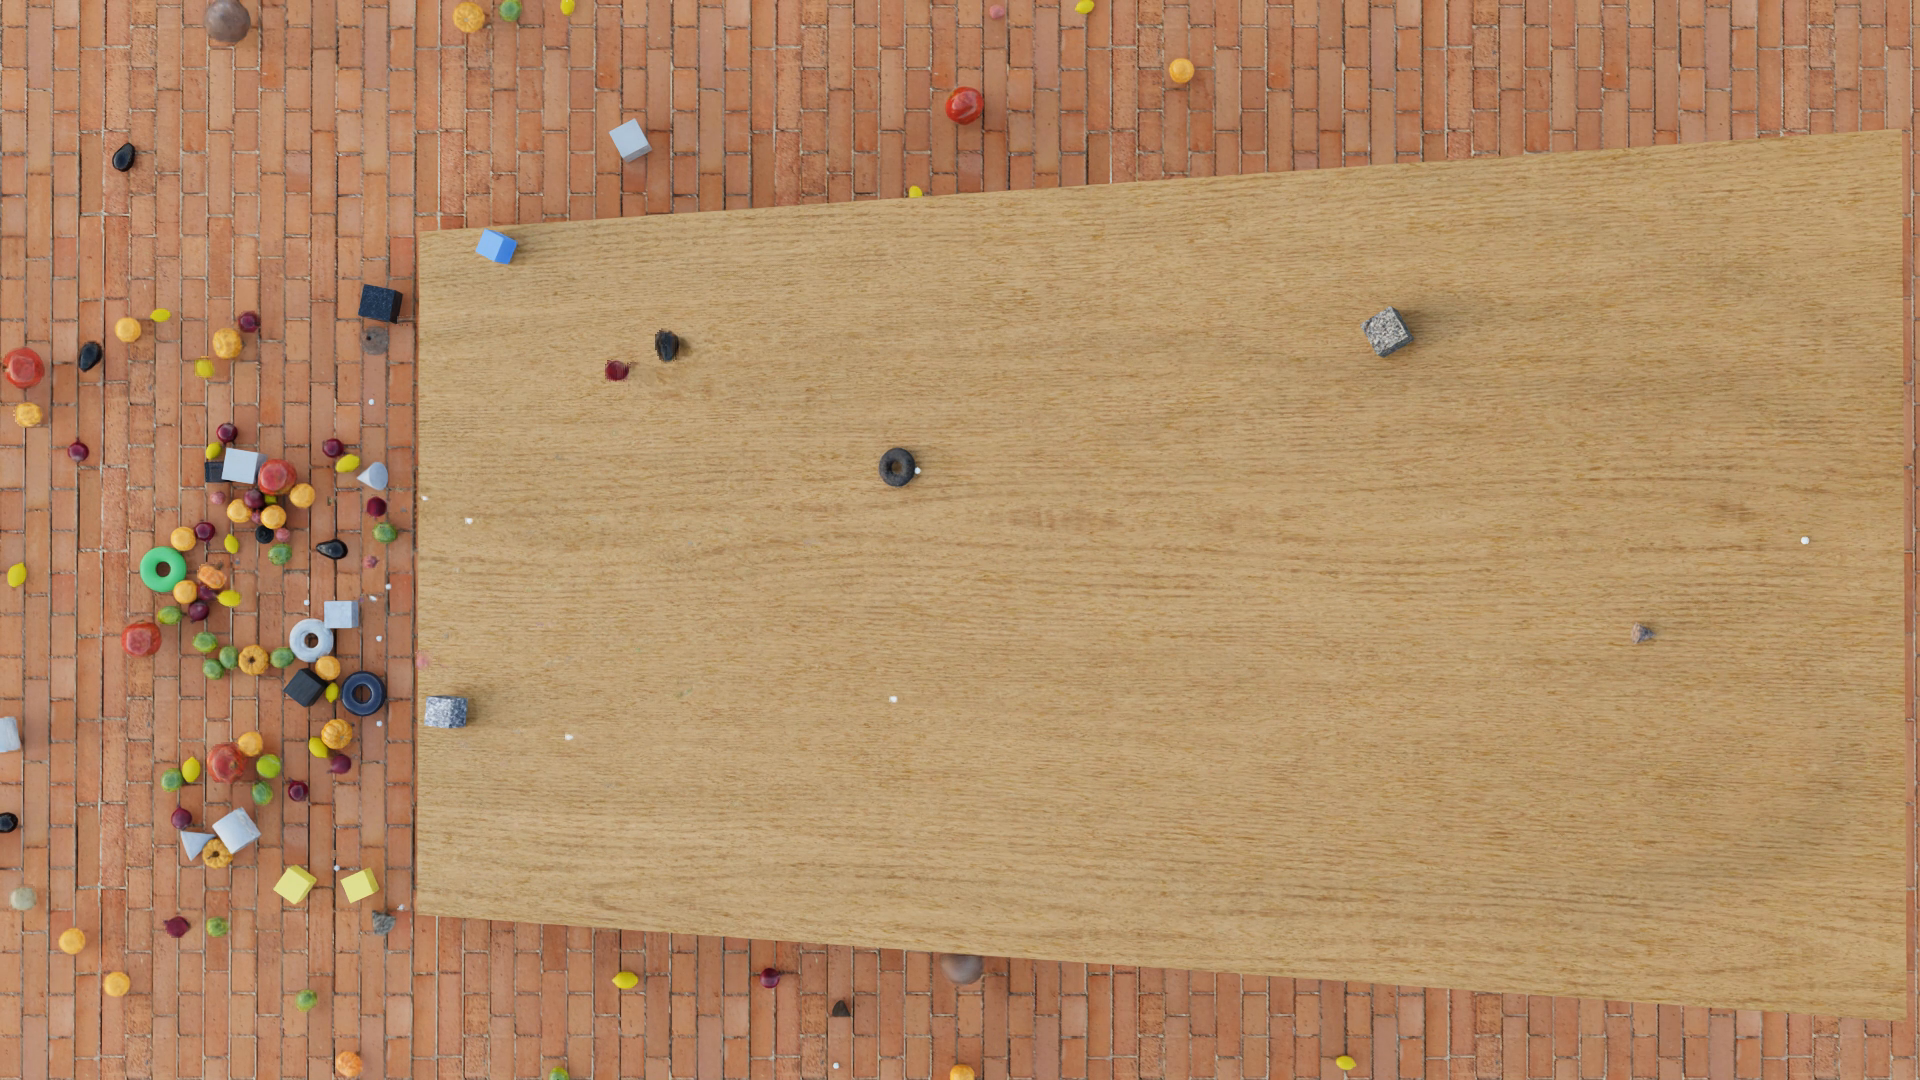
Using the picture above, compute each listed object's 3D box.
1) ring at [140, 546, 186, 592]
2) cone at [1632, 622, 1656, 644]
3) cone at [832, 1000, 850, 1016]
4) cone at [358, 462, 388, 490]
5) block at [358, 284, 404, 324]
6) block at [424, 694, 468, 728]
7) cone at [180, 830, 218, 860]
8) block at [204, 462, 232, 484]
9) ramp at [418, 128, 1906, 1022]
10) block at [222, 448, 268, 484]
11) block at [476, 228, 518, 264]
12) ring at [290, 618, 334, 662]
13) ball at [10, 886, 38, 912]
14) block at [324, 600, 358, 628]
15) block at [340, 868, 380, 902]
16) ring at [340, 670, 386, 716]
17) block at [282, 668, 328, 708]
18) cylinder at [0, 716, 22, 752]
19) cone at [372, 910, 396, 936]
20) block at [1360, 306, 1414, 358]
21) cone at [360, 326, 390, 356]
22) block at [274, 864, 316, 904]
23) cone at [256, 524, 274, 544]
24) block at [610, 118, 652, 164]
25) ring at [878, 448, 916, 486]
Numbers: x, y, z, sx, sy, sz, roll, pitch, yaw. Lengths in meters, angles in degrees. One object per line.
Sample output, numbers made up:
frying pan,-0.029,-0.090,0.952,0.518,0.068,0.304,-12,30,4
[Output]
ring,-2.359,0.087,6.511,0.136,0.045,0.136,0,90,-1
cone,1.599,0.219,5.122,0.052,0.052,0.052,6,89,-4
cone,-0.341,1.397,6.505,0.053,0.053,0.053,37,89,-26
cone,-1.756,-0.187,6.517,0.084,0.084,0.084,-4,89,27
block,-1.711,-0.696,6.496,0.093,0.093,0.093,11,89,0
block,-1.483,0.495,6.348,0.083,0.083,0.083,6,91,22
cone,-2.242,0.888,6.502,0.094,0.094,0.094,-19,89,-27
block,-2.195,-0.200,6.507,0.059,0.059,0.059,-3,89,0
ramp,0.283,0.086,5.729,4.000,0.100,2.000,0,89,22
block,-2.111,-0.217,6.491,0.092,0.092,0.092,10,89,0
block,-1.329,-0.841,6.308,0.071,0.071,0.071,29,100,20
ring,-1.920,0.297,6.509,0.131,0.044,0.131,0,91,0
ball,-2.761,1.058,6.484,0.073,0.073,0.073,0,89,0
block,-1.825,0.220,6.492,0.079,0.079,0.079,-1,89,0
block,-1.768,1.017,6.485,0.073,0.073,0.073,-23,89,0
ring,-1.766,0.455,6.506,0.136,0.045,0.136,0,89,1
block,-1.929,0.435,6.488,0.081,0.081,0.081,38,89,0
cylinder,-2.826,0.576,6.478,0.099,0.099,0.099,-11,89,0
cone,-1.720,1.117,6.504,0.073,0.073,0.073,40,89,27
block,1.035,-0.504,5.328,0.086,0.086,0.086,-31,78,19
cone,-1.741,-0.594,6.497,0.090,0.090,0.090,0,89,0
block,-1.959,1.015,6.483,0.077,0.077,0.077,35,89,0
cone,-2.066,-0.017,6.506,0.057,0.057,0.057,0,89,0
block,-0.974,-1.180,6.506,0.087,0.087,0.087,-28,89,0
ring,-0.168,-0.193,5.844,0.105,0.035,0.105,-1,88,23
